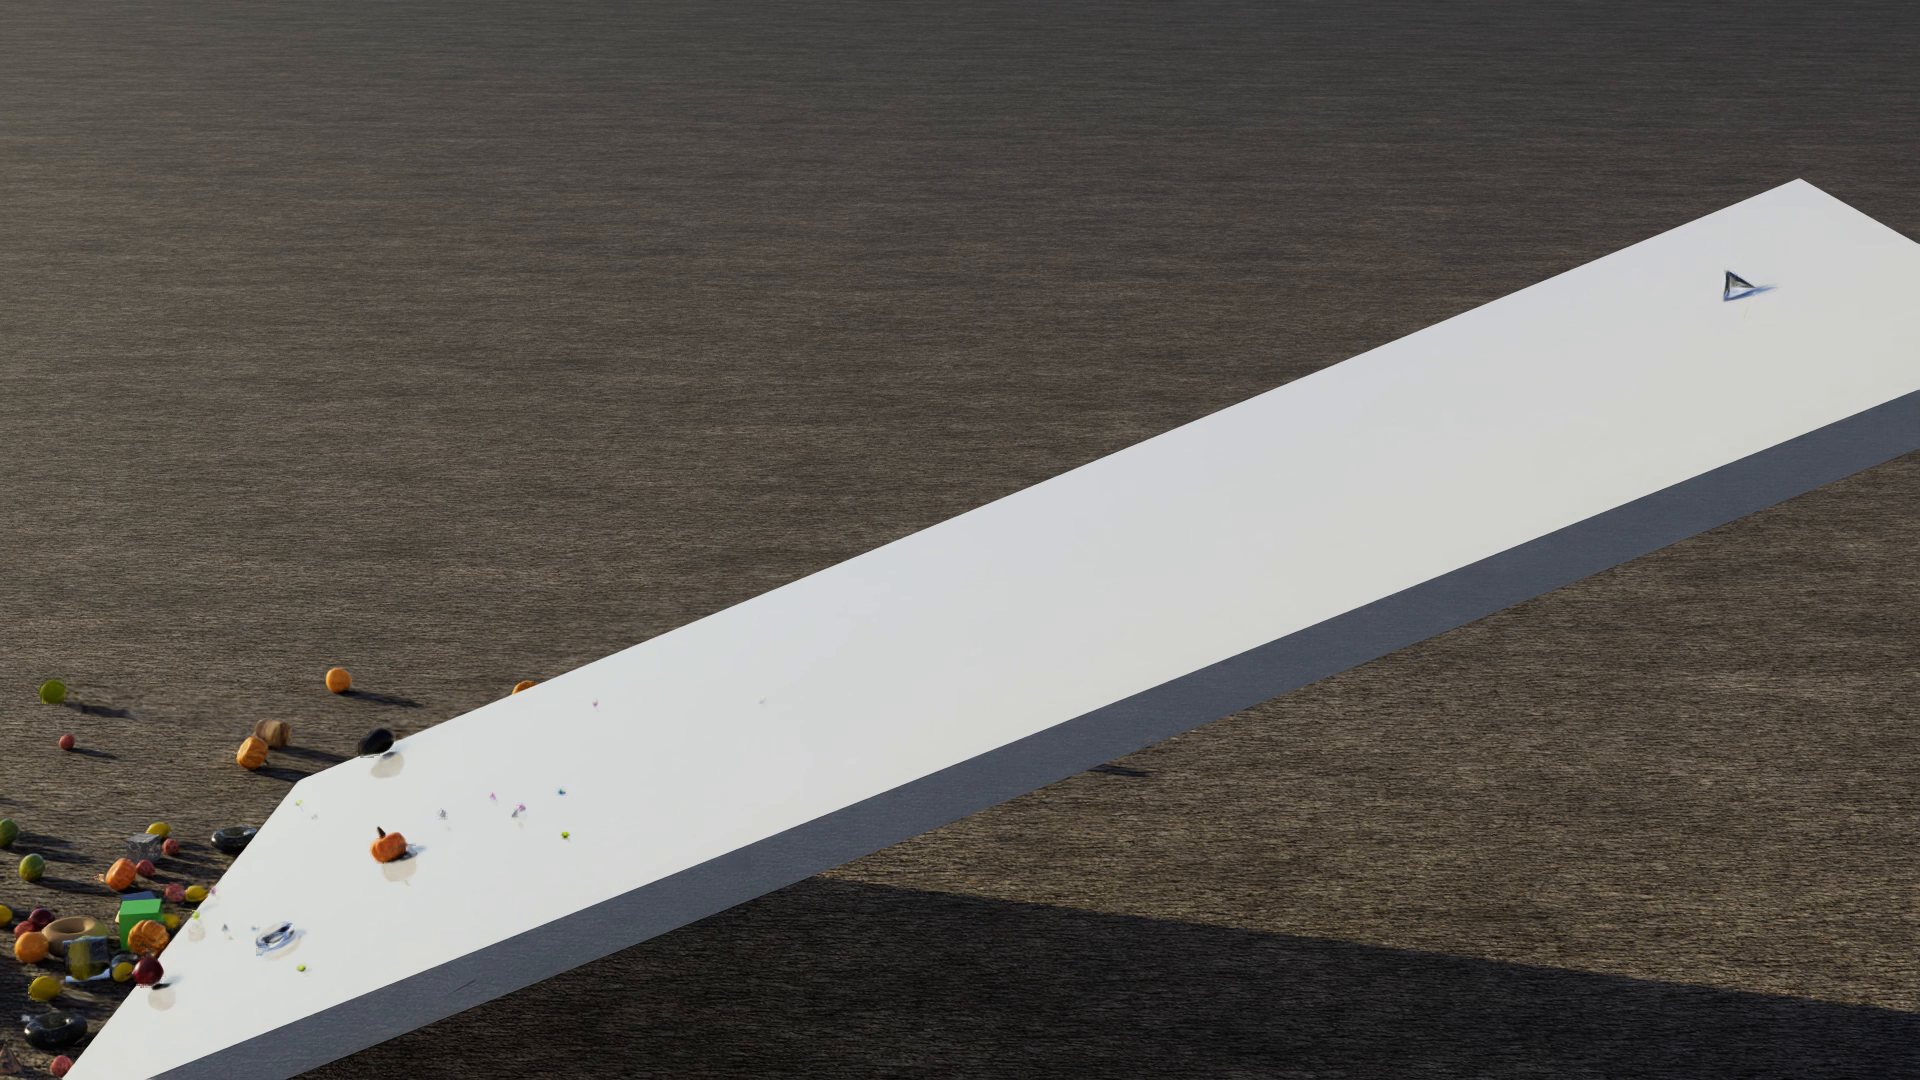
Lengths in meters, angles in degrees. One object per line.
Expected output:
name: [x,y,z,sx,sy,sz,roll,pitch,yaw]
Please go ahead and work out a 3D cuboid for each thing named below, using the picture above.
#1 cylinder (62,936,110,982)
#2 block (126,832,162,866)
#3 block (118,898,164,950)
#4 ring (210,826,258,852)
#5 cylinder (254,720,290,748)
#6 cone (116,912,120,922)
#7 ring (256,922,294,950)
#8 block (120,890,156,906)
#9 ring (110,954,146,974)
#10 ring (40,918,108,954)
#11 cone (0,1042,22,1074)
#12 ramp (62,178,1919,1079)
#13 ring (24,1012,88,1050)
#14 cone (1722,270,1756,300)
cylinder: [-1.928,0.925,6.489,0.093,0.093,0.093,-5,15,-19]
block: [-2.001,0.757,7.211,0.058,0.058,0.058,5,15,19]
block: [-1.863,0.875,6.695,0.087,0.087,0.087,-2,15,-10]
ring: [-1.798,0.744,7.301,0.123,0.041,0.123,0,13,0]
cylinder: [-1.887,0.532,8.063,0.070,0.070,0.070,8,16,28]
cone: [-1.939,0.857,6.838,0.050,0.050,0.050,0,14,0]
ring: [-1.419,0.819,6.092,0.087,0.029,0.087,-24,11,5]
block: [-1.893,0.860,6.788,0.071,0.071,0.071,-8,16,-27]
ring: [-1.854,0.944,6.551,0.080,0.027,0.080,-1,14,0]
ring: [-2.013,0.899,6.678,0.149,0.050,0.149,1,15,0]
cone: [-1.959,1.058,6.040,0.058,0.058,0.058,0,14,0]
ramp: [0.128,0.172,6.287,4.000,0.100,2.000,-22,12,8]
ring: [-1.901,1.030,6.180,0.131,0.044,0.131,-1,15,0]
cone: [1.640,-0.532,6.177,0.067,0.067,0.067,7,16,12]
